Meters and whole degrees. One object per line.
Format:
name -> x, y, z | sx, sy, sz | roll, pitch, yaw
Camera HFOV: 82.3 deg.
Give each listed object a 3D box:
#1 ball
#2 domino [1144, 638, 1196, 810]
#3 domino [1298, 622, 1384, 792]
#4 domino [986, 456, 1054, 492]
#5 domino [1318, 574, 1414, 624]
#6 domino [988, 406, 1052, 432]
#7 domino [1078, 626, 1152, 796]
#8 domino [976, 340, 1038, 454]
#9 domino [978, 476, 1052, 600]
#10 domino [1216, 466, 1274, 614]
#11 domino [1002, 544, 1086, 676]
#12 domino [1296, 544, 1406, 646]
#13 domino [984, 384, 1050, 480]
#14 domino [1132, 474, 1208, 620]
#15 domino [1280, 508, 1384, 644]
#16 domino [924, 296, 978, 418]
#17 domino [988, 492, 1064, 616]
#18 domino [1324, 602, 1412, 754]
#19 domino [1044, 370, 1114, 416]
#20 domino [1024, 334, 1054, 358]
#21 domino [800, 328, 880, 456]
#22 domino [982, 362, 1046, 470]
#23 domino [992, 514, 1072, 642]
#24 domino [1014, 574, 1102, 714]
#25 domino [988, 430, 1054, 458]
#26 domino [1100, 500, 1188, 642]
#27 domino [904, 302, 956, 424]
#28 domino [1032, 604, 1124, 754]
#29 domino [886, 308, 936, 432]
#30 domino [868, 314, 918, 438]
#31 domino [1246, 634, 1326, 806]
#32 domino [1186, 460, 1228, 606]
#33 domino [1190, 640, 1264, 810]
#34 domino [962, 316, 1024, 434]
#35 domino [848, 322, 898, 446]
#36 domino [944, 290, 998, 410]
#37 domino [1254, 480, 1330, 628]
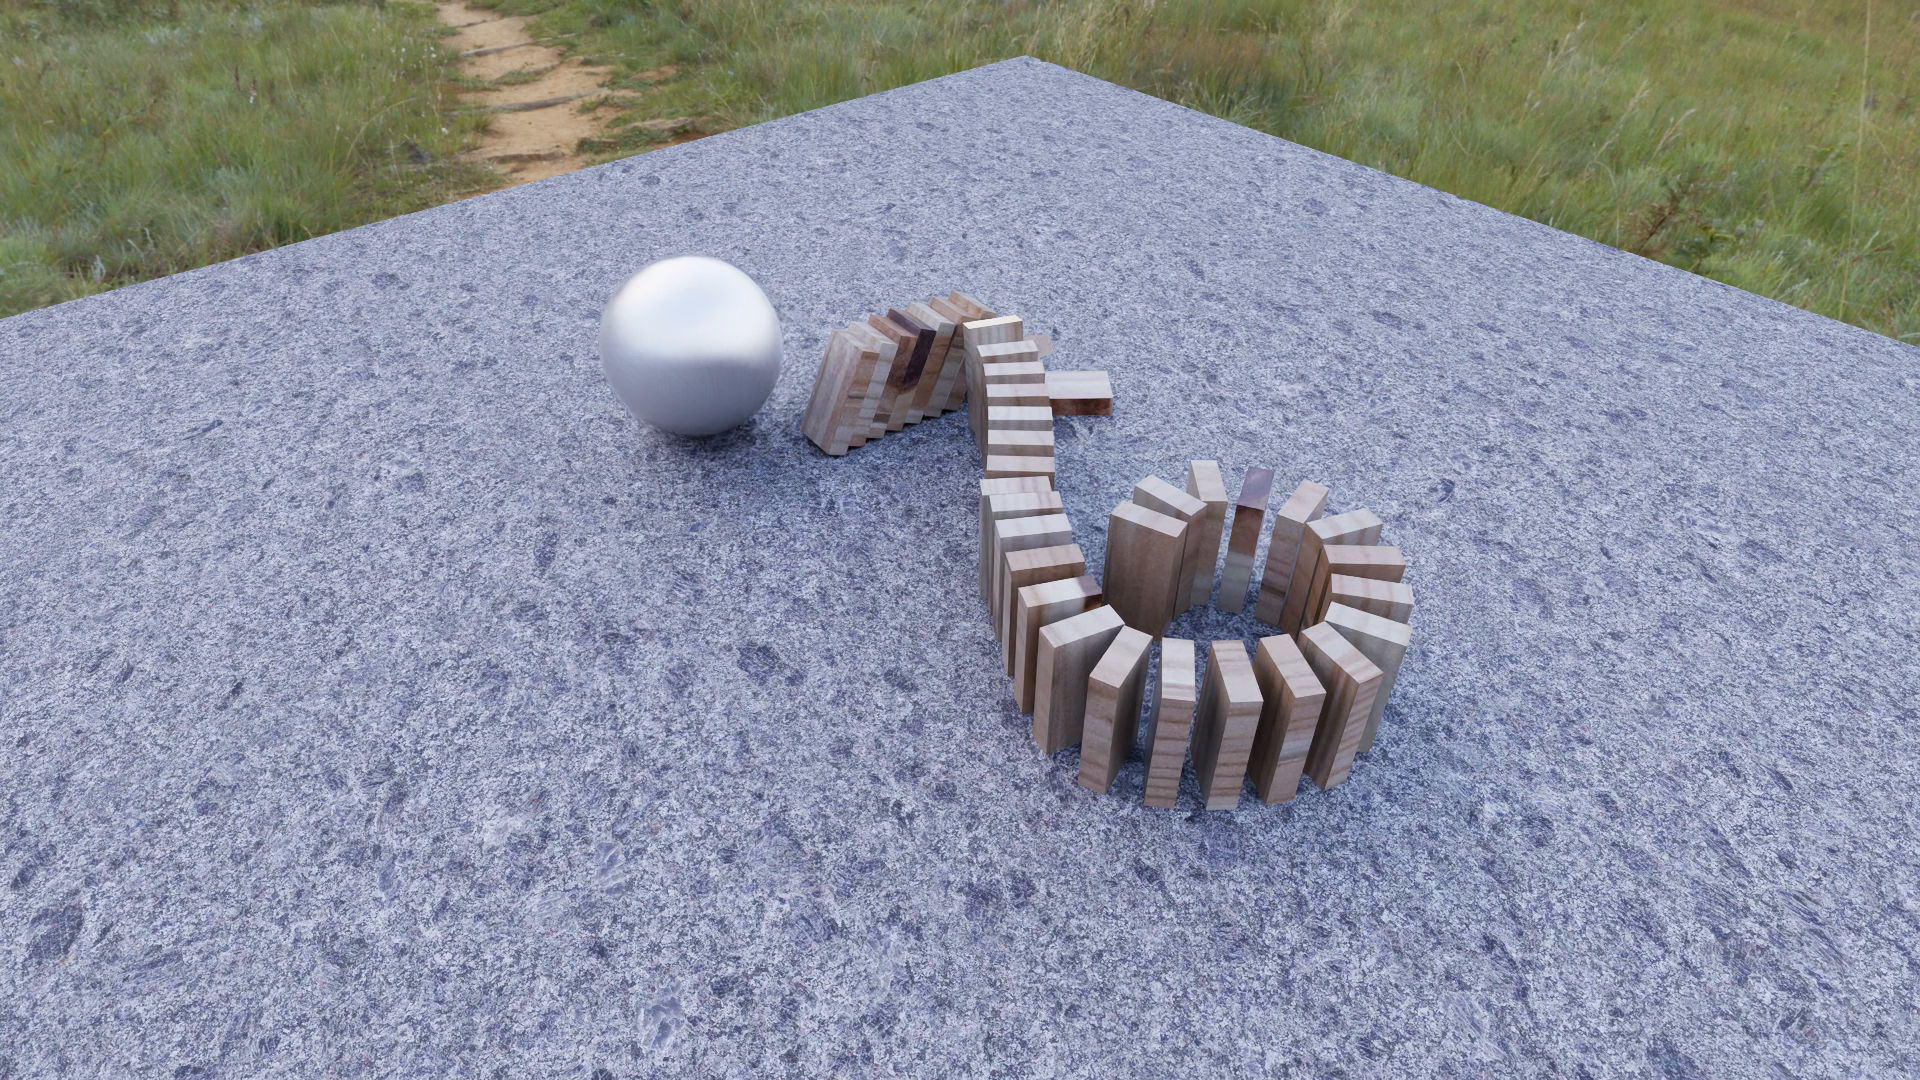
ball -> -0.120, -0.087, 0.494 | 0.080, 0.080, 0.080 | 0, 39, 0
domino -> 0.065, 0.057, 0.341 | 0.010, 0.050, 0.025 | 5, 40, 6
domino -> 0.115, 0.053, 0.347 | 0.009, 0.050, 0.025 | -19, 43, -21
domino -> 0.023, -0.009, 0.422 | 0.025, 0.050, 0.009 | 2, 39, 2
domino -> 0.132, 0.035, 0.369 | 0.025, 0.050, 0.009 | 8, 40, 10
domino -> 0.024, -0.031, 0.449 | 0.025, 0.050, 0.009 | 0, 39, 0
domino -> 0.048, 0.054, 0.345 | 0.010, 0.050, 0.025 | 21, 44, 23
domino -> 0.020, -0.063, 0.488 | 0.025, 0.050, 0.009 | -7, 40, -9
domino -> 0.020, 0.000, 0.412 | 0.025, 0.050, 0.010 | -3, 39, -4
domino -> 0.106, 0.000, 0.411 | 0.010, 0.050, 0.025 | 14, 41, 16
domino -> 0.028, 0.025, 0.381 | 0.025, 0.050, 0.010 | -7, 40, -9
domino -> 0.135, 0.024, 0.382 | 0.025, 0.050, 0.010 | 1, 39, 2
domino -> 0.023, -0.041, 0.462 | 0.025, 0.050, 0.009 | -1, 39, -1
domino -> 0.075, 0.003, 0.408 | 0.009, 0.050, 0.025 | -31, 49, -32
domino -> 0.133, 0.013, 0.395 | 0.025, 0.050, 0.009 | -13, 41, -15
domino -> -0.012, -0.086, 0.517 | 0.010, 0.050, 0.025 | 1, 30, -44
domino -> 0.023, 0.006, 0.405 | 0.025, 0.050, 0.009 | -4, 39, -4
domino -> 0.127, 0.045, 0.356 | 0.025, 0.050, 0.009 | 19, 43, 21
domino -> 0.047, -0.071, 0.530 | 0.050, 0.010, 0.025 | -1, 39, -1
domino -> 0.019, -0.089, 0.544 | 0.050, 0.010, 0.025 | -27, 20, -29
domino -> -0.054, -0.066, 0.493 | 0.010, 0.050, 0.025 | -1, 31, -44
domino -> 0.023, -0.052, 0.475 | 0.025, 0.050, 0.010 | -3, 39, -3
domino -> 0.025, 0.014, 0.394 | 0.025, 0.050, 0.009 | -6, 40, -7
domino -> 0.032, 0.036, 0.368 | 0.025, 0.050, 0.009 | -10, 40, -12
domino -> 0.023, -0.020, 0.436 | 0.025, 0.050, 0.009 | 1, 39, 2
domino -> 0.065, 0.012, 0.397 | 0.025, 0.050, 0.010 | 21, 44, 24
domino -> -0.021, -0.083, 0.513 | 0.010, 0.050, 0.025 | -1, 31, -44
domino -> 0.038, 0.046, 0.356 | 0.025, 0.050, 0.010 | -17, 42, -19
domino -> -0.030, -0.079, 0.508 | 0.010, 0.050, 0.025 | -1, 31, -44
domino -> -0.038, -0.075, 0.503 | 0.010, 0.050, 0.025 | -1, 31, -44
domino -> 0.099, 0.056, 0.343 | 0.009, 0.050, 0.025 | -8, 40, -9
domino -> 0.090, -0.002, 0.414 | 0.010, 0.050, 0.025 | 1, 39, 1
domino -> 0.082, 0.058, 0.341 | 0.009, 0.050, 0.025 | -2, 39, -2
domino -> 0.016, -0.075, 0.503 | 0.025, 0.050, 0.010 | -11, 29, -14
domino -> -0.046, -0.071, 0.498 | 0.009, 0.050, 0.025 | -1, 31, -44
domino -> -0.002, -0.090, 0.522 | 0.009, 0.050, 0.025 | 2, 30, -44
domino -> 0.122, 0.005, 0.405 | 0.010, 0.050, 0.025 | 24, 45, 26
